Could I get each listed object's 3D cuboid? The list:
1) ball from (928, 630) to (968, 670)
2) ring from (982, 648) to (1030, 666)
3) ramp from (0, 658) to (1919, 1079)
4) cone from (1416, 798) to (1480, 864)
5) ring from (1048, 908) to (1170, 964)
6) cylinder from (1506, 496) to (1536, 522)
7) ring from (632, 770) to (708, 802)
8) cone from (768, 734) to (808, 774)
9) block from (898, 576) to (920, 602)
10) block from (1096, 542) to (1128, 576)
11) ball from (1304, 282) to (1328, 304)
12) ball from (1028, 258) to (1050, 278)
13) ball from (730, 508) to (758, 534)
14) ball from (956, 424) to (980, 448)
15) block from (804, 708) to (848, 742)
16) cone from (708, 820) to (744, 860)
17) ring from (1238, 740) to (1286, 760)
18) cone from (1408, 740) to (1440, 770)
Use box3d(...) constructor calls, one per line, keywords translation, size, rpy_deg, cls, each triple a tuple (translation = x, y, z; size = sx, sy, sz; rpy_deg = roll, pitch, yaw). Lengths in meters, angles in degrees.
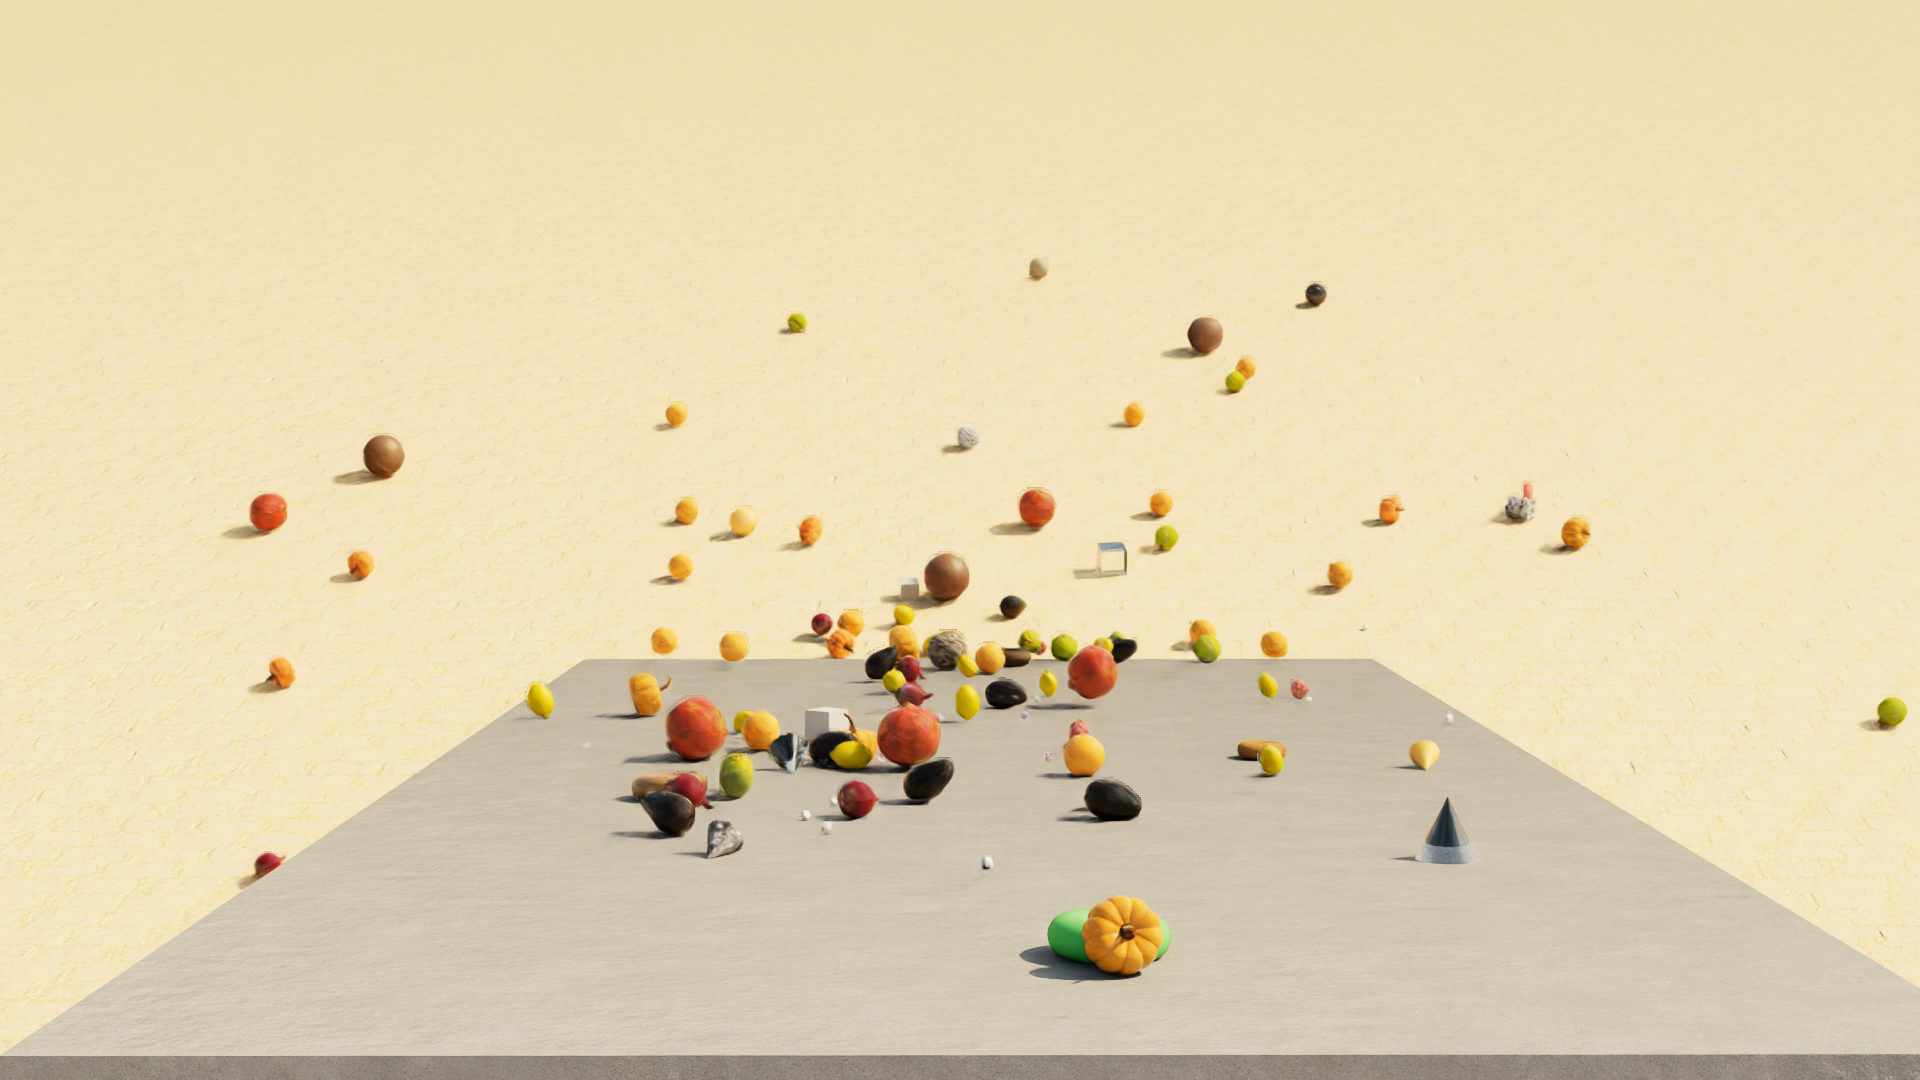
box3d(translation=(-0.030, 0.268, 6.248), size=(0.095, 0.095, 0.095), rpy_deg=(0, 22, 0), cls="ball")
box3d(translation=(0.116, 0.290, 6.368), size=(0.120, 0.040, 0.120), rpy_deg=(-1, 4, 0), cls="ring")
box3d(translation=(0.050, 0.454, 4.532), size=(2.000, 0.100, 4.000), rpy_deg=(0, 3, 0), cls="ramp")
box3d(translation=(0.688, 0.406, 3.628), size=(0.089, 0.089, 0.089), rpy_deg=(0, 3, 0), cls="cone")
box3d(translation=(0.173, 0.460, 2.990), size=(0.144, 0.048, 0.144), rpy_deg=(1, 2, 0), cls="ring")
box3d(translation=(1.677, -0.095, 7.689), size=(0.067, 0.067, 0.067), rpy_deg=(12, 25, 32), cls="cylinder")
box3d(translation=(-0.473, 0.401, 4.194), size=(0.125, 0.042, 0.125), rpy_deg=(-3, 0, 0), cls="ring")
box3d(translation=(-0.295, 0.390, 4.506), size=(0.072, 0.072, 0.072), rpy_deg=(-6, 37, -14), cls="cone")
box3d(translation=(-0.142, 0.136, 7.131), size=(0.052, 0.052, 0.052), rpy_deg=(-3, 22, -8), cls="block")
box3d(translation=(0.432, 0.054, 7.309), size=(0.073, 0.073, 0.073), rpy_deg=(-3, 22, -8), cls="block")
box3d(translation=(1.356, -0.938, 9.794), size=(0.084, 0.084, 0.084), rpy_deg=(0, 22, 0), cls="ball")
box3d(translation=(0.310, -1.070, 10.131), size=(0.082, 0.082, 0.082), rpy_deg=(0, 22, 0), cls="ball")
box3d(translation=(-0.638, -0.056, 7.575), size=(0.082, 0.082, 0.082), rpy_deg=(0, 22, 0), cls="ball")
box3d(translation=(0.027, -0.333, 8.281), size=(0.076, 0.076, 0.076), rpy_deg=(0, 22, 0), cls="ball")
box3d(translation=(-0.256, 0.355, 4.930), size=(0.059, 0.059, 0.059), rpy_deg=(2, 4, 35), cls="block")
box3d(translation=(-0.346, 0.437, 3.652), size=(0.057, 0.057, 0.057), rpy_deg=(9, 33, 21), cls="cone")
box3d(translation=(0.549, 0.382, 4.674), size=(0.089, 0.030, 0.089), rpy_deg=(1, 2, 0), cls="ring")
box3d(translation=(0.821, 0.392, 4.537), size=(0.054, 0.054, 0.054), rpy_deg=(1, 30, 3), cls="cone")
